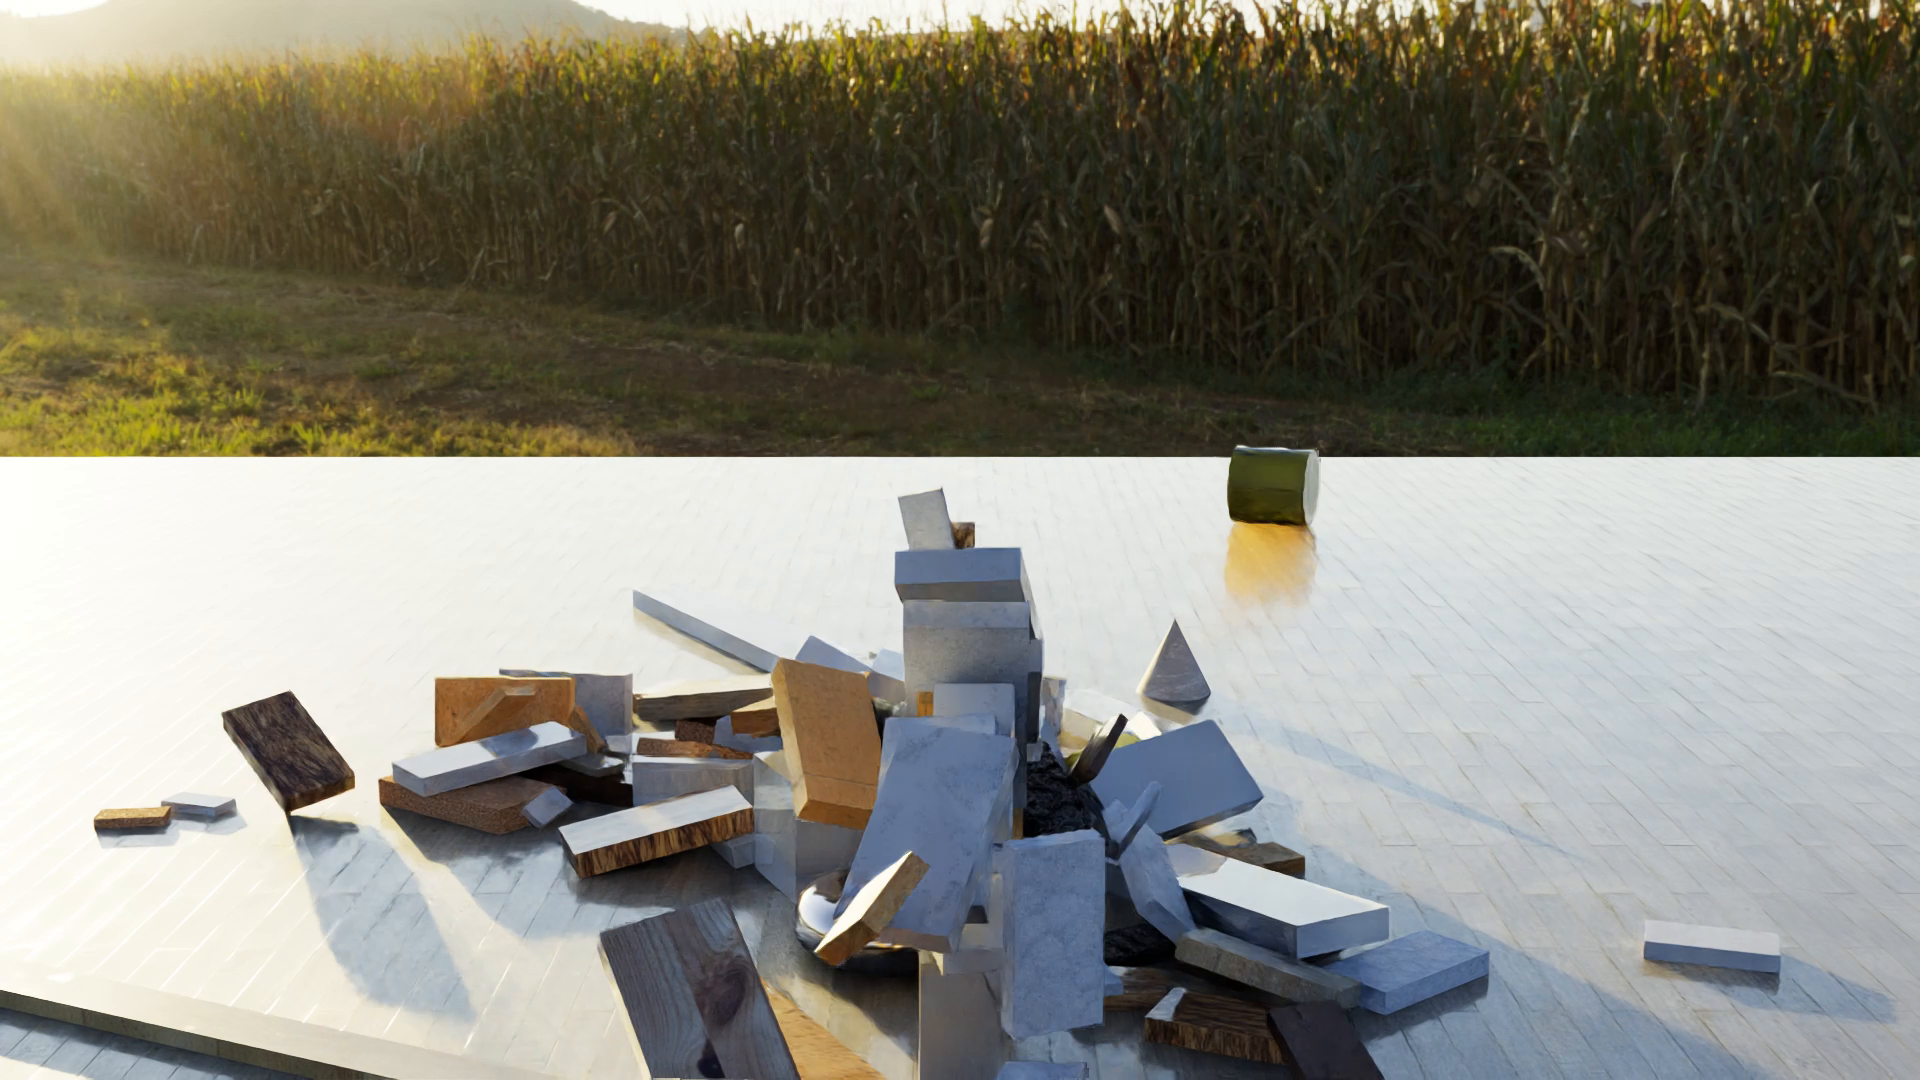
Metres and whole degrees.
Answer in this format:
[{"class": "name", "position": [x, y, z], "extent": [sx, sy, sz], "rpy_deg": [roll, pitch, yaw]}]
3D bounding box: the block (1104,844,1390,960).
[{"class": "block", "position": [0.436, 0.564, 3.478], "extent": [0.177, 0.050, 0.516], "rpy_deg": [-5, 6, -31]}]

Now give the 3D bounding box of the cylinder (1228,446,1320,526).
[{"class": "cylinder", "position": [1.013, -0.174, 7.107], "extent": [0.247, 0.247, 0.247], "rpy_deg": [4, 11, 20]}]

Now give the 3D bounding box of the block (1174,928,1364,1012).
[{"class": "block", "position": [0.446, 0.621, 3.176], "extent": [0.246, 0.035, 0.123], "rpy_deg": [16, 2, 26]}]

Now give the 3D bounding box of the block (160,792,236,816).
[{"class": "block", "position": [-1.430, 0.495, 4.131], "extent": [0.123, 0.017, 0.062], "rpy_deg": [4, 11, 19]}]

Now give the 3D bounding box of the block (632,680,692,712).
[{"class": "block", "position": [-0.568, 0.340, 4.800], "extent": [0.282, 0.040, 0.141], "rpy_deg": [-2, 8, 34]}]

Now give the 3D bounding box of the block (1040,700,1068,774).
[{"class": "block", "position": [0.104, 0.399, 3.983], "extent": [0.177, 0.050, 0.354], "rpy_deg": [15, 32, -27]}]

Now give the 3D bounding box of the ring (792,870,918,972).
[{"class": "ring", "position": [-0.108, 0.587, 3.413], "extent": [0.305, 0.102, 0.305], "rpy_deg": [1, 10, 0]}]

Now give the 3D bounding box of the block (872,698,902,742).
[{"class": "block", "position": [-0.149, 0.322, 3.914], "extent": [0.167, 0.047, 0.334], "rpy_deg": [0, 3, 2]}]

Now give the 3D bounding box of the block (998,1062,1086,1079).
[{"class": "block", "position": [0.053, 0.737, 2.589], "extent": [0.104, 0.029, 0.456], "rpy_deg": [-2, 14, 16]}]

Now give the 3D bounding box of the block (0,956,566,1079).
[{"class": "block", "position": [-0.819, 0.705, 2.978], "extent": [1.523, 0.027, 0.095], "rpy_deg": [5, 12, 25]}]

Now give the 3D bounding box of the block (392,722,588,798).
[{"class": "block", "position": [-0.895, 0.415, 4.193], "extent": [0.342, 0.037, 0.131], "rpy_deg": [-13, 17, -37]}]

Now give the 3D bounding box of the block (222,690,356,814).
[{"class": "block", "position": [-1.286, 0.403, 4.207], "extent": [0.140, 0.040, 0.280], "rpy_deg": [-19, 44, -35]}]

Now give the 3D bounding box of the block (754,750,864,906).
[{"class": "block", "position": [-0.218, 0.475, 3.728], "extent": [0.205, 0.205, 0.205], "rpy_deg": [-5, 12, -24]}]

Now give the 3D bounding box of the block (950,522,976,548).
[{"class": "block", "position": [-0.012, 0.032, 3.156], "extent": [0.063, 0.127, 0.018], "rpy_deg": [2, 33, 0]}]

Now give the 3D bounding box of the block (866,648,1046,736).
[{"class": "block", "position": [-0.008, 0.284, 3.902], "extent": [0.316, 0.045, 0.158], "rpy_deg": [20, 12, 1]}]

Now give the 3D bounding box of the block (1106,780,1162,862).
[{"class": "block", "position": [0.248, 0.399, 3.123], "extent": [0.016, 0.056, 0.112], "rpy_deg": [31, 60, 18]}]

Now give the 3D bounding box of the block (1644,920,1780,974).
[{"class": "block", "position": [1.160, 0.627, 3.395], "extent": [0.197, 0.028, 0.099], "rpy_deg": [4, 11, 18]}]

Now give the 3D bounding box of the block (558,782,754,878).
[{"class": "block", "position": [-0.531, 0.507, 3.856], "extent": [0.316, 0.045, 0.158], "rpy_deg": [-13, 14, -17]}]

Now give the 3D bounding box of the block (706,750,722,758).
[{"class": "block", "position": [-0.397, 0.453, 4.074], "extent": [0.178, 0.014, 0.049], "rpy_deg": [38, 10, -5]}]

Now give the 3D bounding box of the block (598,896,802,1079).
[{"class": "block", "position": [-0.245, 0.631, 2.412], "extent": [0.154, 0.044, 0.501], "rpy_deg": [-14, 55, -21]}]

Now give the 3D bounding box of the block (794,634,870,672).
[{"class": "block", "position": [-0.291, 0.323, 4.618], "extent": [0.172, 0.049, 0.344], "rpy_deg": [29, 22, 0]}]

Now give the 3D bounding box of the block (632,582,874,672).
[{"class": "block", "position": [-0.417, 0.265, 5.284], "extent": [0.172, 0.049, 1.511], "rpy_deg": [-6, 12, -30]}]

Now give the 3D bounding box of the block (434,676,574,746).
[{"class": "block", "position": [-0.941, 0.354, 4.542], "extent": [0.282, 0.141, 0.040], "rpy_deg": [0, 2, 3]}]

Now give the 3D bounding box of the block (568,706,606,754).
[{"class": "block", "position": [-0.728, 0.375, 4.282], "extent": [0.014, 0.049, 0.097], "rpy_deg": [-20, 65, -40]}]

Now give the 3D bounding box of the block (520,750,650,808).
[{"class": "block", "position": [-0.657, 0.460, 4.238], "extent": [0.341, 0.047, 0.167], "rpy_deg": [5, 12, 26]}]

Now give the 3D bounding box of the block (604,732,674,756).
[{"class": "block", "position": [-0.570, 0.425, 4.450], "extent": [0.280, 0.040, 0.140], "rpy_deg": [-3, 11, -14]}]

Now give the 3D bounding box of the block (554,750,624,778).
[{"class": "block", "position": [-0.775, 0.417, 4.289], "extent": [0.062, 0.017, 0.320], "rpy_deg": [-12, 16, -43]}]

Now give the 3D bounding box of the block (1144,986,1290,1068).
[{"class": "block", "position": [0.395, 0.682, 3.076], "extent": [0.246, 0.035, 0.123], "rpy_deg": [5, 12, 25]}]

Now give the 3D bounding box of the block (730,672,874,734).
[{"class": "block", "position": [-0.251, 0.283, 3.885], "extent": [0.135, 0.038, 0.392], "rpy_deg": [-8, 3, 23]}]

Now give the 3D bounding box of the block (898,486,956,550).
[{"class": "block", "position": [-0.043, -0.008, 3.107], "extent": [0.063, 0.127, 0.018], "rpy_deg": [-11, 14, 9]}]

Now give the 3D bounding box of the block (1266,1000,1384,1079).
[{"class": "block", "position": [0.488, 0.688, 2.927], "extent": [0.099, 0.028, 0.197], "rpy_deg": [-6, 25, -11]}]

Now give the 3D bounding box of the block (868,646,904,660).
[{"class": "block", "position": [-0.004, 0.339, 4.954], "extent": [0.086, 0.024, 0.800], "rpy_deg": [-5, 12, -26]}]

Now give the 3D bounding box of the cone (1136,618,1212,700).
[{"class": "cone", "position": [0.485, 0.260, 4.979], "extent": [0.171, 0.171, 0.171], "rpy_deg": [0, 11, 0]}]

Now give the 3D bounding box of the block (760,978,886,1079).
[{"class": "block", "position": [-0.234, 0.687, 2.963], "extent": [0.123, 0.035, 0.704], "rpy_deg": [-1, 8, -27]}]

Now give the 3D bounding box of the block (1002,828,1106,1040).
[{"class": "block", "position": [0.116, 0.489, 2.734], "extent": [0.123, 0.247, 0.035], "rpy_deg": [-5, 13, -23]}]

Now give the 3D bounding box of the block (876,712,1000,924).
[{"class": "block", "position": [-0.033, 0.368, 2.913], "extent": [0.154, 0.044, 0.308], "rpy_deg": [-4, 47, 10]}]

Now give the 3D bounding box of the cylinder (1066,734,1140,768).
[{"class": "cylinder", "position": [0.272, 0.443, 4.074], "extent": [0.141, 0.141, 0.141], "rpy_deg": [6, 12, 30]}]

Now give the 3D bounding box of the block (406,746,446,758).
[{"class": "block", "position": [-1.015, 0.438, 4.419], "extent": [0.180, 0.025, 0.090], "rpy_deg": [-4, 11, -23]}]

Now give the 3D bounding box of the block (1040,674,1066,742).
[{"class": "block", "position": [0.080, 0.327, 4.457], "extent": [0.263, 0.131, 0.037], "rpy_deg": [8, 3, 25]}]

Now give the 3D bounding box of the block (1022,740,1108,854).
[{"class": "block", "position": [0.145, 0.456, 3.835], "extent": [0.135, 0.038, 0.269], "rpy_deg": [8, 37, -36]}]
